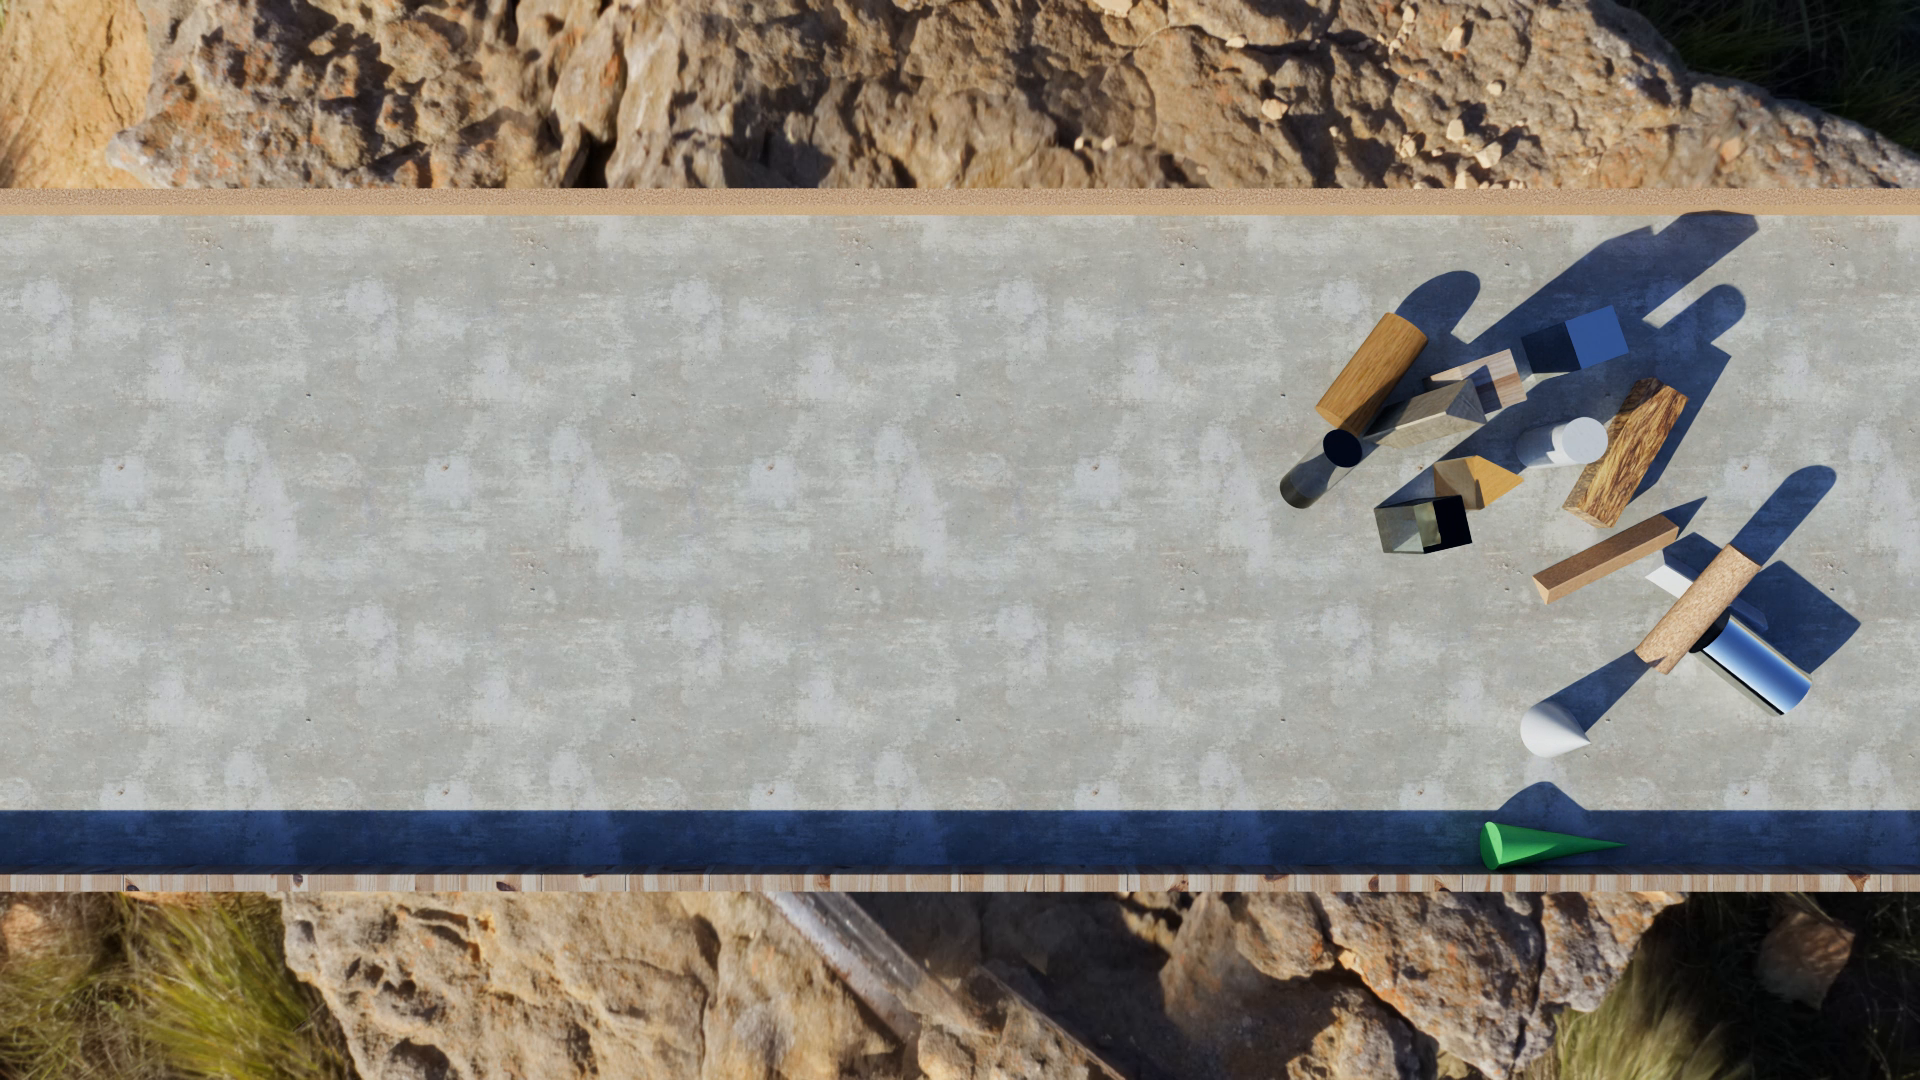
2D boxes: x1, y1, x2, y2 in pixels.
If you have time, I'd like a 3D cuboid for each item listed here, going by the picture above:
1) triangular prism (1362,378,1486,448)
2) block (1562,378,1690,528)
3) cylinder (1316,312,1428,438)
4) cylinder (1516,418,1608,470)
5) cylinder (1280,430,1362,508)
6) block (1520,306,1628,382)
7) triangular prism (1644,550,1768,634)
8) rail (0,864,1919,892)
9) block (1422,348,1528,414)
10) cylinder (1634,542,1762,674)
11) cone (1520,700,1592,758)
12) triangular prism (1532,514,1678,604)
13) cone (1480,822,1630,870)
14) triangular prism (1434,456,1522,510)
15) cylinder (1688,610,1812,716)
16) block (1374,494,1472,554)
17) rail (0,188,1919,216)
[{"bbox_3d":[1.368,-0.376,4.859,0.136,0.438,0.118,12,80,-16],"label":"triangular prism"},{"bbox_3d":[2.021,-0.262,5.014,0.126,0.126,0.453,31,90,0],"label":"block"},{"bbox_3d":[1.247,-0.500,4.998,0.157,0.157,0.355,37,90,0],"label":"cylinder"},{"bbox_3d":[1.776,-0.283,4.882,0.133,0.388,0.133,0,90,0],"label":"cylinder"},{"bbox_3d":[1.072,-0.209,4.914,0.124,0.303,0.124,5,67,-13],"label":"cylinder"},{"bbox_3d":[1.817,-0.579,4.891,0.145,0.372,0.145,-20,90,0],"label":"block"},{"bbox_3d":[2.289,0.170,5.032,0.370,0.084,0.098,32,90,0],"label":"triangular prism"},{"bbox_3d":[-2.247,1.025,5.001,12.000,0.150,0.050,0,90,0],"label":"rail"},{"bbox_3d":[1.519,-0.447,4.888,0.154,0.377,0.154,-19,90,0],"label":"block"},{"bbox_3d":[2.214,0.208,4.952,0.117,0.117,0.420,34,109,0],"label":"cylinder"},{"bbox_3d":[1.813,0.583,4.906,0.175,0.341,0.175,0,90,0],"label":"cone"},{"bbox_3d":[1.978,0.058,5.033,0.439,0.083,0.096,-26,90,0],"label":"triangular prism"},{"bbox_3d":[1.837,0.933,5.041,0.458,0.143,0.143,1,90,-9],"label":"cone"},{"bbox_3d":[1.497,-0.183,4.875,0.153,0.404,0.133,-34,90,0],"label":"triangular prism"},{"bbox_3d":[2.388,0.371,4.991,0.311,0.171,0.171,38,90,0],"label":"cylinder"},{"bbox_3d":[1.356,-0.043,4.854,0.139,0.446,0.139,-13,90,0],"label":"block"},{"bbox_3d":[-2.247,-1.025,5.002,12.000,0.150,0.050,0,90,0],"label":"rail"}]
